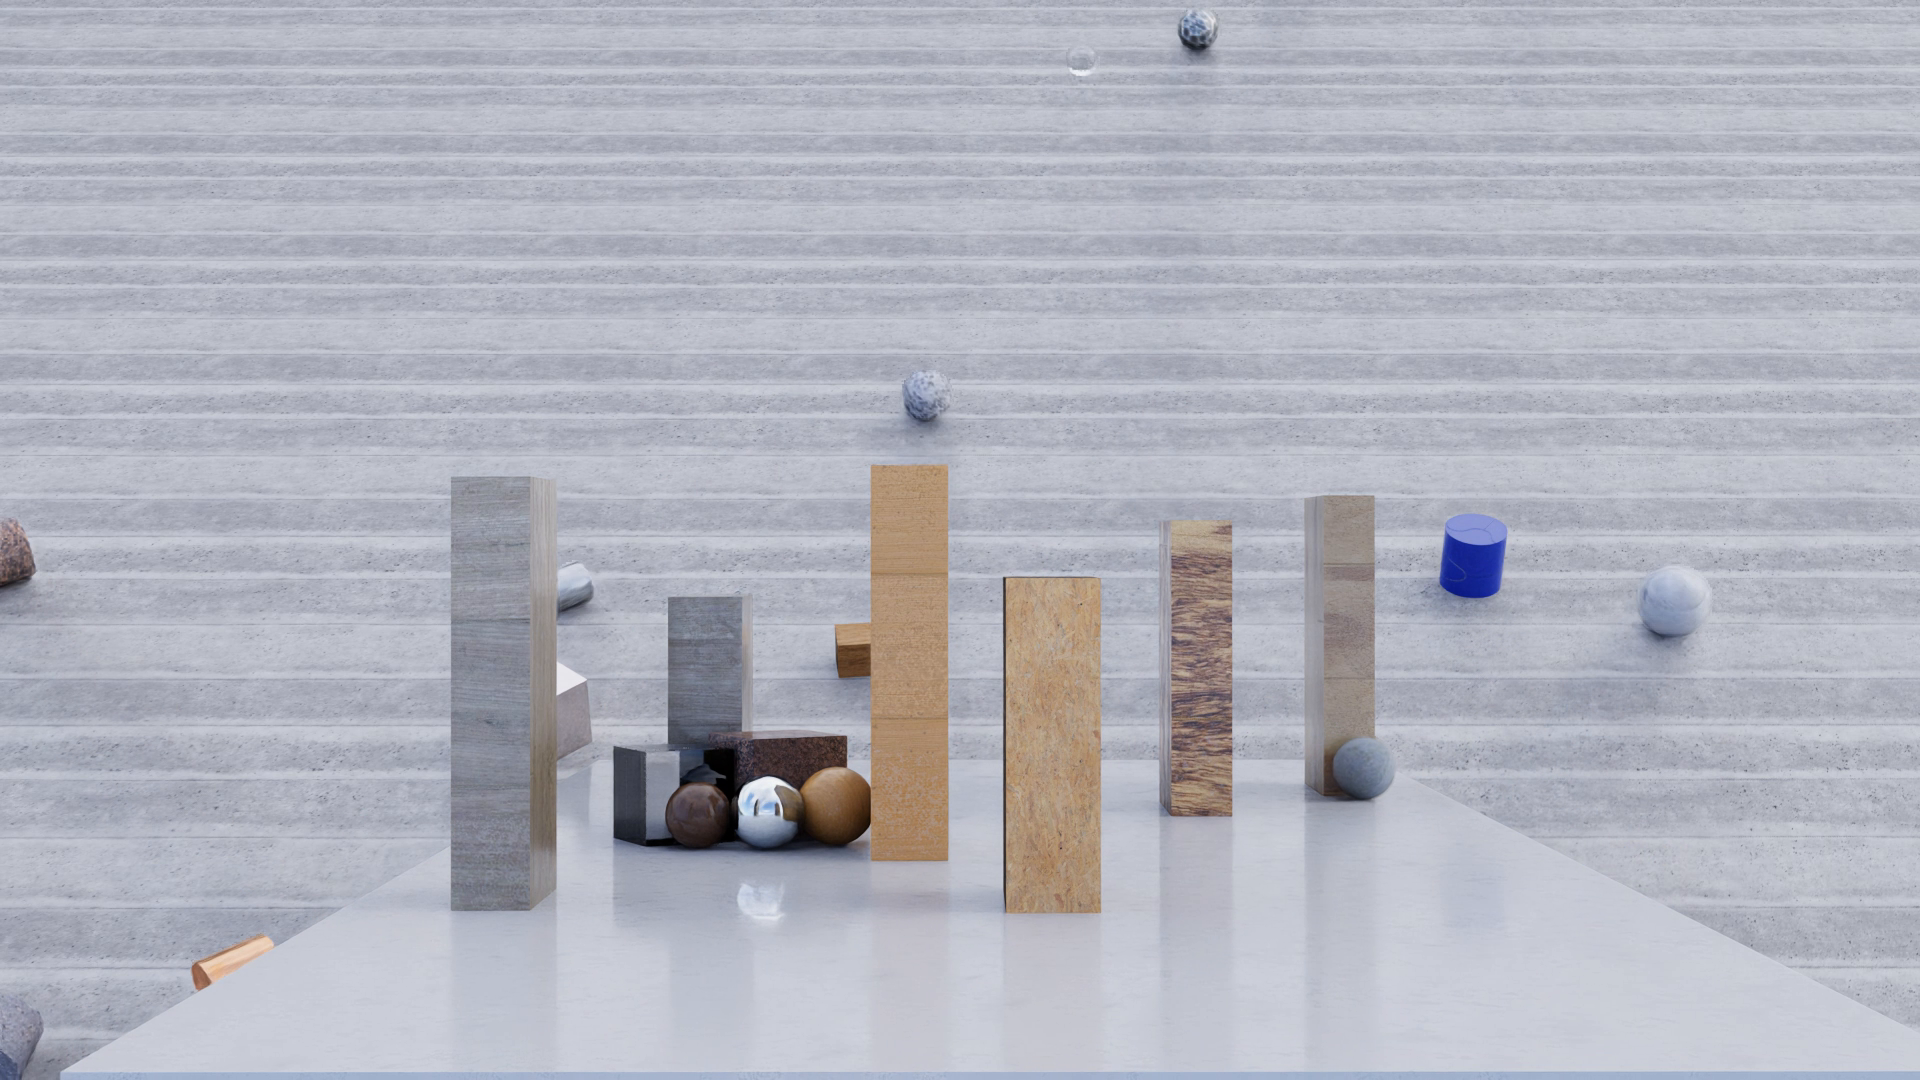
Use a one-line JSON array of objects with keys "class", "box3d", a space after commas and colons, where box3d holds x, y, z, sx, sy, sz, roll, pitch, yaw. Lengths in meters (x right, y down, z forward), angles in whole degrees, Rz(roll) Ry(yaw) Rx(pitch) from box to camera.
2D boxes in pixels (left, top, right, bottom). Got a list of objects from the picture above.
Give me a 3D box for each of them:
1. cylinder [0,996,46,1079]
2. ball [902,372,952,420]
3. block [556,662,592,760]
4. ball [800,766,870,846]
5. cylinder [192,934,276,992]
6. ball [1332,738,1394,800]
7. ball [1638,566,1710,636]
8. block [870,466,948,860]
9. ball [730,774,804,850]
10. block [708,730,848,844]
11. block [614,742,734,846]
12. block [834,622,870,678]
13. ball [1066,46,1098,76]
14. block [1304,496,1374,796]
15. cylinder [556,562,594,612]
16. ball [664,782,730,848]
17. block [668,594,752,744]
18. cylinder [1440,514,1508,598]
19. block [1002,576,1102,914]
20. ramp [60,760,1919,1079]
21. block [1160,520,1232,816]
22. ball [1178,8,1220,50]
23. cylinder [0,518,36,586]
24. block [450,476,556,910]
[{"class": "cylinder", "box3d": [-2.143, 1.123, 5.747, 0.163, 0.163, 0.163, 7, 48, 12]}, {"class": "ball", "box3d": [-0.108, -0.470, 8.436, 0.160, 0.160, 0.160, 0, 31, 0]}, {"class": "block", "box3d": [-1.119, 0.453, 6.841, 0.199, 0.199, 0.199, 26, 39, 36]}, {"class": "ball", "box3d": [-0.227, 0.487, 4.744, 0.143, 0.143, 0.143, 0, 31, 0]}, {"class": "cylinder", "box3d": [-1.644, 1.013, 5.931, 0.165, 0.165, 0.165, -22, 37, -32]}, {"class": "ball", "box3d": [0.874, 0.494, 5.608, 0.135, 0.135, 0.135, 0, 31, 0]}, {"class": "ball", "box3d": [2.016, 0.173, 7.311, 0.201, 0.201, 0.201, 0, 31, 0]}, {"class": "block", "box3d": [-0.088, 0.214, 4.656, 0.134, 0.688, 0.315, 0, 0, 0]}, {"class": "ball", "box3d": [-0.348, 0.491, 4.677, 0.135, 0.135, 0.135, 0, 31, 0]}, {"class": "block", "box3d": [-0.343, 0.462, 4.871, 0.194, 0.194, 0.194, 0, 0, -31]}, {"class": "block", "box3d": [-0.535, 0.473, 4.828, 0.172, 0.172, 0.172, 0, 0, -28]}, {"class": "block", "box3d": [-0.289, 0.305, 7.181, 0.107, 0.107, 0.107, -4, 31, -6]}, {"class": "ball", "box3d": [0.526, -2.063, 11.147, 0.134, 0.134, 0.134, 0, 31, 0]}, {"class": "block", "box3d": [0.853, 0.233, 5.833, 0.112, 0.660, 0.312, 0, 0, 0]}, {"class": "cylinder", "box3d": [-1.136, 0.137, 7.449, 0.118, 0.118, 0.118, -20, 36, -29]}, {"class": "ball", "box3d": [-0.474, 0.498, 4.694, 0.120, 0.120, 0.120, 0, 31, 0]}, {"class": "block", "box3d": [-0.488, 0.335, 5.074, 0.141, 0.451, 0.259, 0, 0, 0]}, {"class": "cylinder", "box3d": [1.496, 0.046, 7.547, 0.180, 0.180, 0.180, 0, 31, 0]}, {"class": "block", "box3d": [0.139, 0.306, 3.977, 0.141, 0.498, 0.261, 0, 0, 0]}, {"class": "ramp", "box3d": [0.068, 0.608, 4.676, 2.000, 0.100, 4.000, 0, 0, 0]}, {"class": "block", "box3d": [0.490, 0.261, 5.406, 0.124, 0.601, 0.317, 0, 0, 0]}, {"class": "ball", "box3d": [1.051, -2.253, 11.420, 0.183, 0.183, 0.183, 0, 31, 0]}, {"class": "cylinder", "box3d": [-2.817, 0.047, 7.550, 0.176, 0.176, 0.176, -20, 36, -30]}, {"class": "block", "box3d": [-0.703, 0.230, 4.006, 0.119, 0.650, 0.259, 0, 0, 0]}]
